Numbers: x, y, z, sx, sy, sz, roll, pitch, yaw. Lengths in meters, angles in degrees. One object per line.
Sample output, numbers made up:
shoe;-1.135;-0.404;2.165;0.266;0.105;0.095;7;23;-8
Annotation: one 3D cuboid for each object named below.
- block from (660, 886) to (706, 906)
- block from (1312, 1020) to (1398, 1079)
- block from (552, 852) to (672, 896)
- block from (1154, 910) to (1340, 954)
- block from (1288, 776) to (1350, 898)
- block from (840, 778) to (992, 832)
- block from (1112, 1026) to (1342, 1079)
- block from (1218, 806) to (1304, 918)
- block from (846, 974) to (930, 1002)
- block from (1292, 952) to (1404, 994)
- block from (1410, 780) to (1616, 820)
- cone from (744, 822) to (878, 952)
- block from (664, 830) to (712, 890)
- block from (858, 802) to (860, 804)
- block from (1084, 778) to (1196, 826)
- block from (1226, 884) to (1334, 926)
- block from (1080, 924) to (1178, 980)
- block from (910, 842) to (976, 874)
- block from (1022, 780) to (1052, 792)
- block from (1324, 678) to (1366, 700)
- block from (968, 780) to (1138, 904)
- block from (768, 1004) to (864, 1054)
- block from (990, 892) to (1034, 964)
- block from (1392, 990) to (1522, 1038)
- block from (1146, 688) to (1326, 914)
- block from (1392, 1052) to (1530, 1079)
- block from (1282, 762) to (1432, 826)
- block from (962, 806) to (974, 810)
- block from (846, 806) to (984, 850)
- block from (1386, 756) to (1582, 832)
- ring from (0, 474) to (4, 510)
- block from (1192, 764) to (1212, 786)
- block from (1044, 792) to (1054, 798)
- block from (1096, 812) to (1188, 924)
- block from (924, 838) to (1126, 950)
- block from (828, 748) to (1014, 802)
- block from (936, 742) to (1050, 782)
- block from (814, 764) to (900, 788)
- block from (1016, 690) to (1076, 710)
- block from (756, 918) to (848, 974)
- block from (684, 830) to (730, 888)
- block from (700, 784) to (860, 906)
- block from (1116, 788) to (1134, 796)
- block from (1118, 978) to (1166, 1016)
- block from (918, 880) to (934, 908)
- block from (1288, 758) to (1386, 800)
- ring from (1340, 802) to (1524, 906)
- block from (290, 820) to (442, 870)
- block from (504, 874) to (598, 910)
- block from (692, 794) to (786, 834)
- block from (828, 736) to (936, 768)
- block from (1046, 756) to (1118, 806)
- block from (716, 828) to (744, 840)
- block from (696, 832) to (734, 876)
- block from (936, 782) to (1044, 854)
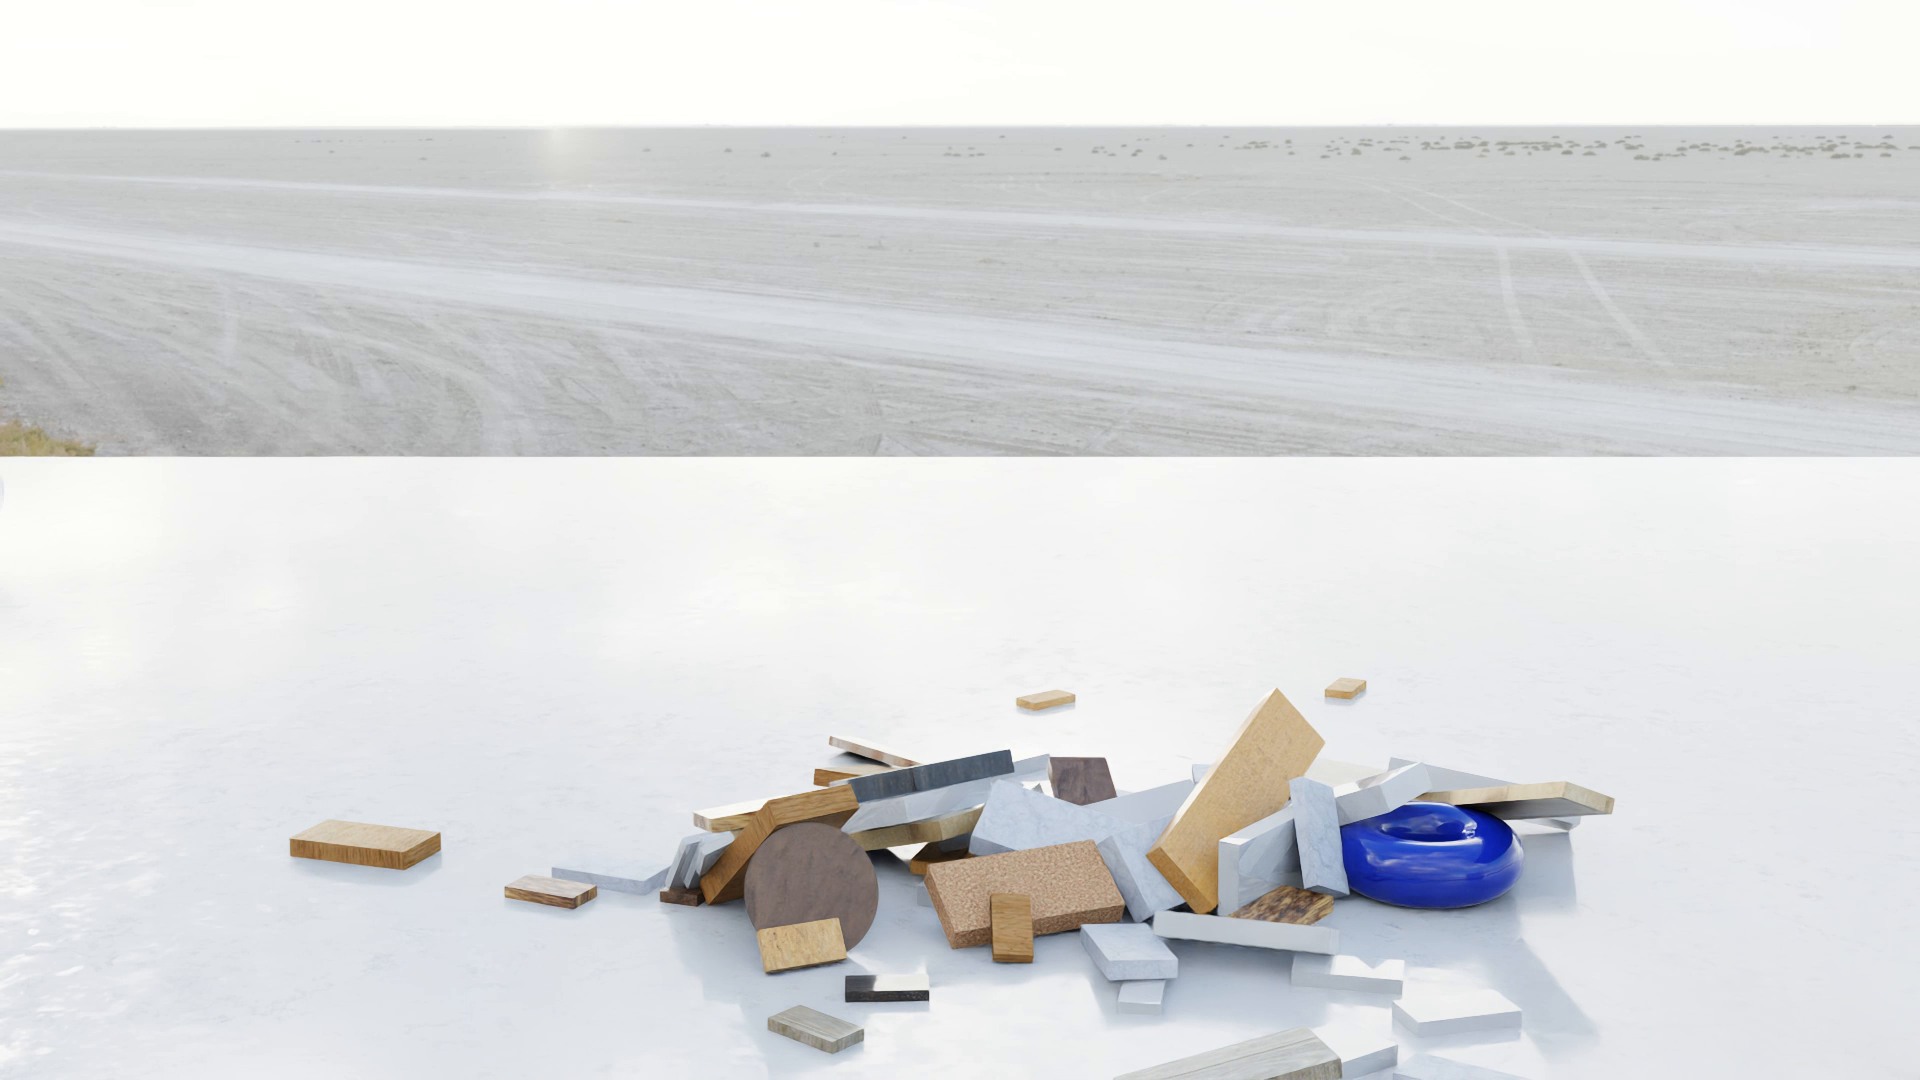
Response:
block;-0.440;0.578;3.679;0.068;0.019;0.137;4;11;20
block;0.482;0.703;2.978;0.207;0.029;0.103;-7;13;-34
block;-0.591;0.565;3.732;0.182;0.026;0.091;5;11;23
block;0.440;0.602;3.371;0.266;0.038;0.133;3;-11;16
block;0.595;0.493;3.645;0.026;0.186;0.093;-25;-32;36
block;-0.082;0.461;3.820;0.152;0.043;0.303;-13;-6;28
block;0.349;0.702;2.872;0.279;0.029;0.103;-11;16;-16
block;0.511;0.530;3.628;0.038;0.133;0.266;8;13;37
block;-0.107;0.661;3.241;0.123;0.017;0.062;-1;11;-3
block;0.581;0.648;3.293;0.162;0.023;0.081;2;11;13
block;0.910;0.452;3.755;0.093;0.026;0.574;20;-14;-14
cone;-0.263;0.574;3.493;0.215;0.215;0.215;-4;-15;-20
block;-0.445;0.527;3.622;0.055;0.111;0.016;-8;46;-38
block;-0.230;0.500;3.994;0.161;0.023;0.081;2;30;30
block;0.313;0.492;3.767;0.257;0.036;0.128;-11;40;-23
block;0.515;0.601;3.535;0.093;0.026;0.186;8;13;36
block;0.255;0.624;3.341;0.103;0.029;0.207;0;5;-8
block;-0.023;0.548;3.833;0.081;0.023;0.161;3;11;16
block;0.205;0.481;4.195;0.161;0.023;0.081;-2;11;-9
block;0.875;0.336;4.987;0.061;0.017;0.122;5;12;26
block;0.174;0.502;3.658;0.286;0.041;0.143;17;39;10
block;-0.203;0.688;3.093;0.128;0.018;0.064;9;14;40
block;0.080;0.600;3.402;0.062;0.017;0.123;4;39;-5
block;0.710;0.676;3.142;0.162;0.023;0.081;-3;11;-15
block;0.476;0.436;3.741;0.038;0.133;0.514;-40;2;41
block;0.664;0.720;2.908;0.162;0.023;0.081;7;13;33
block;0.630;0.469;3.815;0.339;0.048;0.170;-23;-5;37
block;-0.098;0.495;4.097;0.221;0.031;0.111;-5;12;-26
block;-0.090;0.502;3.793;0.116;0.033;0.301;-10;-4;-44
block;0.936;0.457;3.950;0.339;0.048;0.170;11;-9;11
ring;-3.031;-0.138;6.566;0.333;0.333;0.111;-3;-25;-16
block;0.487;0.464;4.300;0.061;0.017;0.122;1;11;3
block;0.113;0.495;3.876;0.105;0.030;0.210;-20;5;28
block;0.362;0.526;3.631;0.286;0.143;0.041;-11;-22;-45
block;0.102;0.562;3.502;0.286;0.041;0.143;-6;41;-19
block;-0.070;0.427;3.951;0.303;0.043;0.152;-9;-5;-17
block;0.059;0.445;4.362;0.221;0.031;0.111;-9;14;-40
block;-0.176;0.453;4.186;0.111;0.031;0.221;5;-1;26
block;0.191;0.355;4.887;0.122;0.017;0.061;-9;13;-39
block;-0.240;0.618;3.349;0.128;0.064;0.018;-5;-24;-24
block;-0.414;0.527;3.622;0.055;0.111;0.016;-8;46;-38
block;-0.294;0.494;3.553;0.152;0.043;0.303;-7;-28;-35
block;0.227;0.510;3.896;0.128;0.036;0.256;9;23;40
block;0.268;0.664;3.225;0.062;0.017;0.123;2;11;10
block;0.059;0.581;3.625;0.232;0.033;0.116;4;11;20
block;0.696;0.467;4.197;0.339;0.048;0.170;7;13;35
ring;0.786;0.528;3.710;0.326;0.109;0.326;-1;11;0
block;-1.047;0.536;3.872;0.232;0.033;0.116;4;11;19
block;-0.680;0.583;3.651;0.137;0.019;0.068;5;12;25
block;-0.379;0.492;3.955;0.182;0.026;0.091;-7;5;-27
block;-0.129;0.431;4.365;0.068;0.019;0.390;8;0;-35
block;0.222;0.458;3.866;0.105;0.030;0.210;2;33;-10
block;-0.386;0.531;3.860;0.091;0.026;0.250;2;6;13
block;-0.397;0.509;3.560;0.055;0.016;0.111;-24;-19;-21
block;0.056;0.487;3.861;0.105;0.030;0.210;-19;5;33
